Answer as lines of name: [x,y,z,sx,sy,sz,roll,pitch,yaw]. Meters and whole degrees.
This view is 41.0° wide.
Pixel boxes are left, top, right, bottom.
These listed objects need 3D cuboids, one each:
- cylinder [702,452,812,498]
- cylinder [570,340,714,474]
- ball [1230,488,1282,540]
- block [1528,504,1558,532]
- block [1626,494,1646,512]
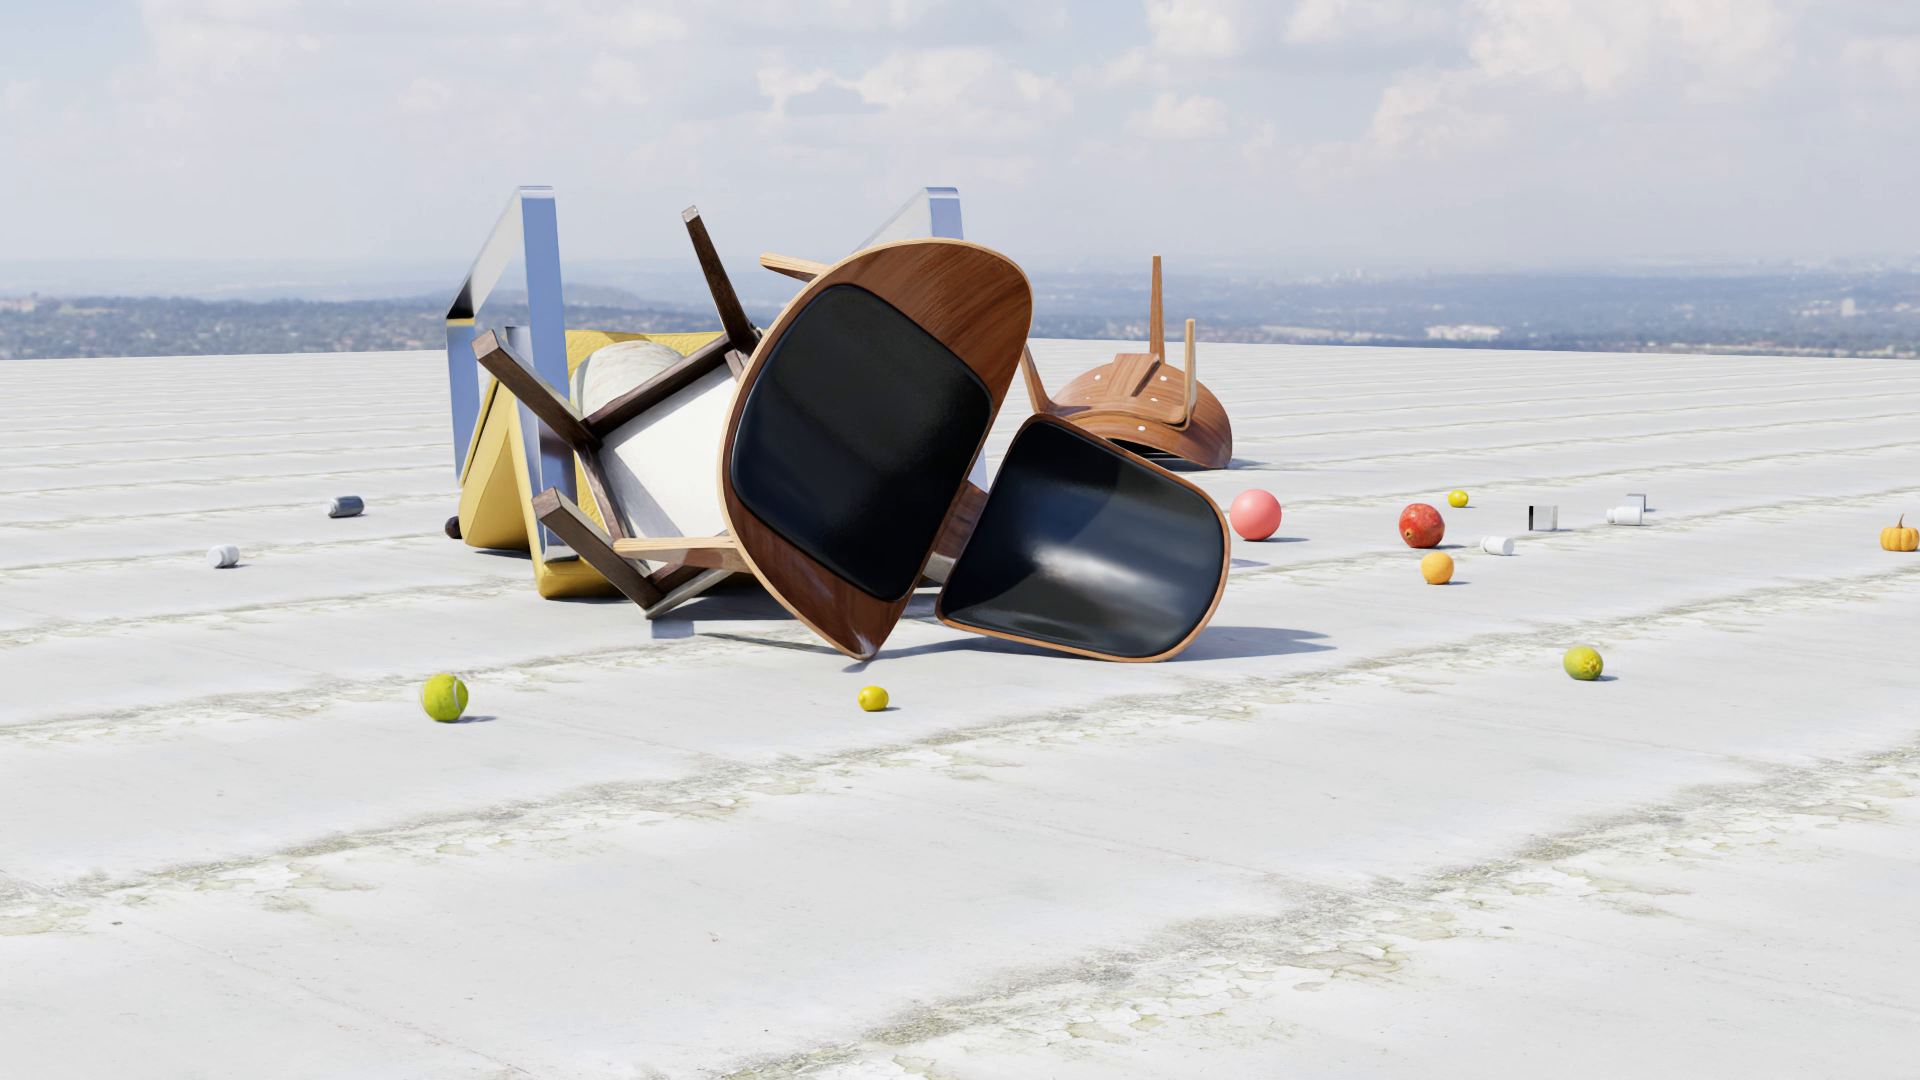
cylinder: [-0.606,-0.191,7.622,0.279,0.131,0.250,-2,0,-16]
cylinder: [-0.652,-0.271,5.267,0.276,0.230,0.150,13,36,-36]
ball: [0.736,-0.063,6.388,0.130,0.130,0.130,0,6,0]
block: [1.512,-0.058,6.651,0.058,0.066,0.068,3,7,28]
block: [1.899,-0.104,7.211,0.049,0.044,0.113,2,6,18]
